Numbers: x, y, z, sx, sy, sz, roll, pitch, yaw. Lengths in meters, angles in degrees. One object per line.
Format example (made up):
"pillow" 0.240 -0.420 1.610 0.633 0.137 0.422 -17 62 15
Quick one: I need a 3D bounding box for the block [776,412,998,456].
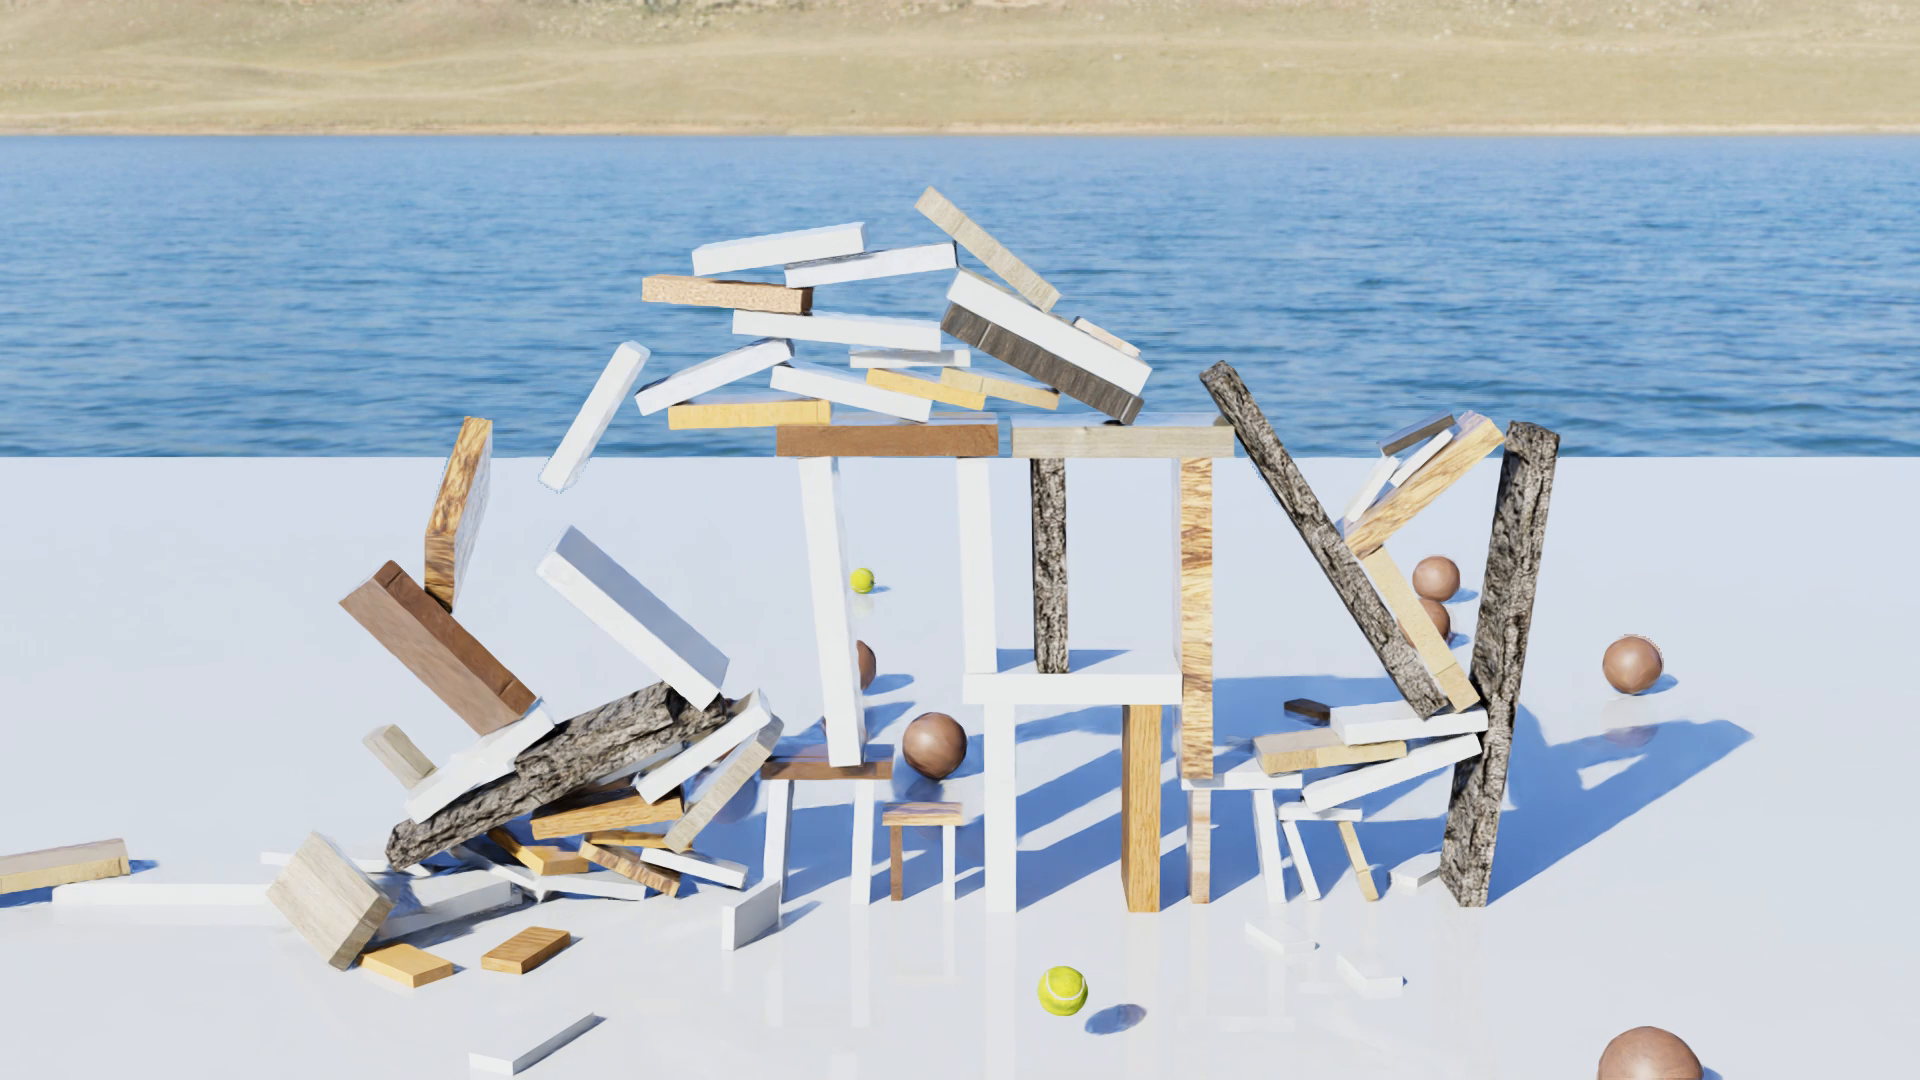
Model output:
"block" -0.113 -0.170 3.524 0.346 0.049 0.173 0 10 1

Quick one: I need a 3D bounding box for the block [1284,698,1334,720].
"block" 0.771 0.370 4.810 0.058 0.016 0.115 -8 13 -36

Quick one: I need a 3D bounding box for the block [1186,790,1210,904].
"block" 0.395 0.494 3.649 0.028 0.195 0.098 -1 10 0

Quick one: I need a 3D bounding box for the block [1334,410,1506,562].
"block" 0.734 -0.090 3.544 0.297 0.042 0.149 -41 6 7

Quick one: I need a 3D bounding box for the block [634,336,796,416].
"block" -0.389 -0.268 3.508 0.253 0.036 0.126 -21 11 2

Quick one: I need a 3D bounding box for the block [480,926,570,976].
"block" -0.668 0.632 3.389 0.071 0.020 0.141 4 11 21

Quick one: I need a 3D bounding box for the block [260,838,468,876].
"block" -0.983 0.532 3.675 0.346 0.020 0.072 5 11 -4

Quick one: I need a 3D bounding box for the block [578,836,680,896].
"block" -0.549 0.538 3.656 0.172 0.024 0.086 26 1 -9

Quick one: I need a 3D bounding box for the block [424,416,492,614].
"block" -0.841 -0.045 3.693 0.047 0.164 0.329 8 37 -5

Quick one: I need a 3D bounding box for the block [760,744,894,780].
"block" -0.217 0.365 3.623 0.213 0.030 0.107 0 10 -1

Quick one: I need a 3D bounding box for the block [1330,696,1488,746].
"block" 0.733 0.293 3.597 0.231 0.033 0.116 -6 10 -1

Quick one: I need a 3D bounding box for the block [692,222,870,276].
"block" -0.280 -0.459 3.461 0.265 0.037 0.132 -8 12 4

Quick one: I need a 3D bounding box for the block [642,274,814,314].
"block" -0.366 -0.390 3.480 0.250 0.035 0.125 5 10 4

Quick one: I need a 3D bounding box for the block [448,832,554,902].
"block" -0.756 0.541 3.669 0.177 0.025 0.089 25 12 7

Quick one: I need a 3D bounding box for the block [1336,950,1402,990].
"block" 0.617 0.647 3.316 0.058 0.016 0.115 -2 11 -12

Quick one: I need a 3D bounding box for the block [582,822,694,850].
"block" -0.541 0.489 3.675 0.172 0.024 0.086 8 5 -25

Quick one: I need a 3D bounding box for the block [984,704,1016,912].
"block" 0.065 0.419 3.634 0.049 0.349 0.175 -1 10 0

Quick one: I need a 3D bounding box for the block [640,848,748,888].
"block" -0.444 0.542 3.690 0.172 0.024 0.086 16 0 0

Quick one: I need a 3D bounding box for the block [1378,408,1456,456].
"block" 0.732 -0.172 3.527 0.122 0.017 0.061 -26 9 8

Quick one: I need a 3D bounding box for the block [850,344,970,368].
"block" -0.080 -0.295 3.508 0.189 0.027 0.095 -1 11 -1

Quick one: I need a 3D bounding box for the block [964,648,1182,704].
"block" 0.180 0.223 3.597 0.349 0.049 0.175 0 11 0

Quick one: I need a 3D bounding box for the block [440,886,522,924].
"block" -0.798 0.593 3.597 0.144 0.020 0.072 -9 14 -40

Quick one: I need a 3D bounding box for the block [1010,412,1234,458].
"block" 0.256 -0.169 3.528 0.346 0.049 0.173 0 11 0

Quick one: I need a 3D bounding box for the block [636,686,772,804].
"block" -0.420 0.337 3.616 0.242 0.034 0.121 -35 11 2

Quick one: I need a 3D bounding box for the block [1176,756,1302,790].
"block" 0.459 0.383 3.629 0.195 0.028 0.098 -1 11 0

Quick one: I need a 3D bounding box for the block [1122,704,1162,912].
"block" 0.299 0.419 3.634 0.049 0.349 0.175 0 11 0

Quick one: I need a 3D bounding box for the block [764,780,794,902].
"block" -0.301 0.484 3.648 0.030 0.213 0.107 5 10 1

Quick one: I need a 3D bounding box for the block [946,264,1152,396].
"block" 0.138 -0.335 3.490 0.335 0.047 0.167 27 9 -5

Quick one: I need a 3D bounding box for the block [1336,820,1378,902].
"block" 0.658 0.522 3.653 0.020 0.141 0.071 -20 10 5

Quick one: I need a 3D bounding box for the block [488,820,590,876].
"block" -0.702 0.510 3.658 0.089 0.025 0.177 2 14 -43

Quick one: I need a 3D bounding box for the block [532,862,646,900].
"block" -0.616 0.559 3.646 0.177 0.025 0.089 10 10 -18

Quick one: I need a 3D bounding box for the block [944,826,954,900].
"block" -0.018 0.526 3.654 0.018 0.131 0.065 0 11 0

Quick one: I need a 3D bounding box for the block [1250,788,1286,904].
"block" 0.509 0.493 3.650 0.028 0.195 0.098 -8 10 3

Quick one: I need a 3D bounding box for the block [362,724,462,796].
"block" -0.973 0.424 3.956 0.109 0.219 0.031 -16 28 54

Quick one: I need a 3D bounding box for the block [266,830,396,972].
"block" -0.980 0.558 3.415 0.248 0.124 0.035 26 -13 47

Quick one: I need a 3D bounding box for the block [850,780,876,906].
"block" -0.160 0.485 3.646 0.030 0.213 0.107 3 10 -1

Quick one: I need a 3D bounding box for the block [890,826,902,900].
"block" -0.105 0.526 3.654 0.018 0.131 0.065 0 11 0

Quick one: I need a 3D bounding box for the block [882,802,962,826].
"block" -0.062 0.453 3.640 0.131 0.018 0.065 0 11 0

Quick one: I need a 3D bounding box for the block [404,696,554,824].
"block" -0.791 0.363 3.633 0.268 0.038 0.134 -36 10 -6

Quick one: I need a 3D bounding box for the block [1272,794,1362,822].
"block" 0.588 0.443 3.639 0.141 0.020 0.071 1 11 1

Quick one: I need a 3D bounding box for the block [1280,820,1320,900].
"block" 0.562 0.522 3.653 0.020 0.141 0.071 -20 10 3
